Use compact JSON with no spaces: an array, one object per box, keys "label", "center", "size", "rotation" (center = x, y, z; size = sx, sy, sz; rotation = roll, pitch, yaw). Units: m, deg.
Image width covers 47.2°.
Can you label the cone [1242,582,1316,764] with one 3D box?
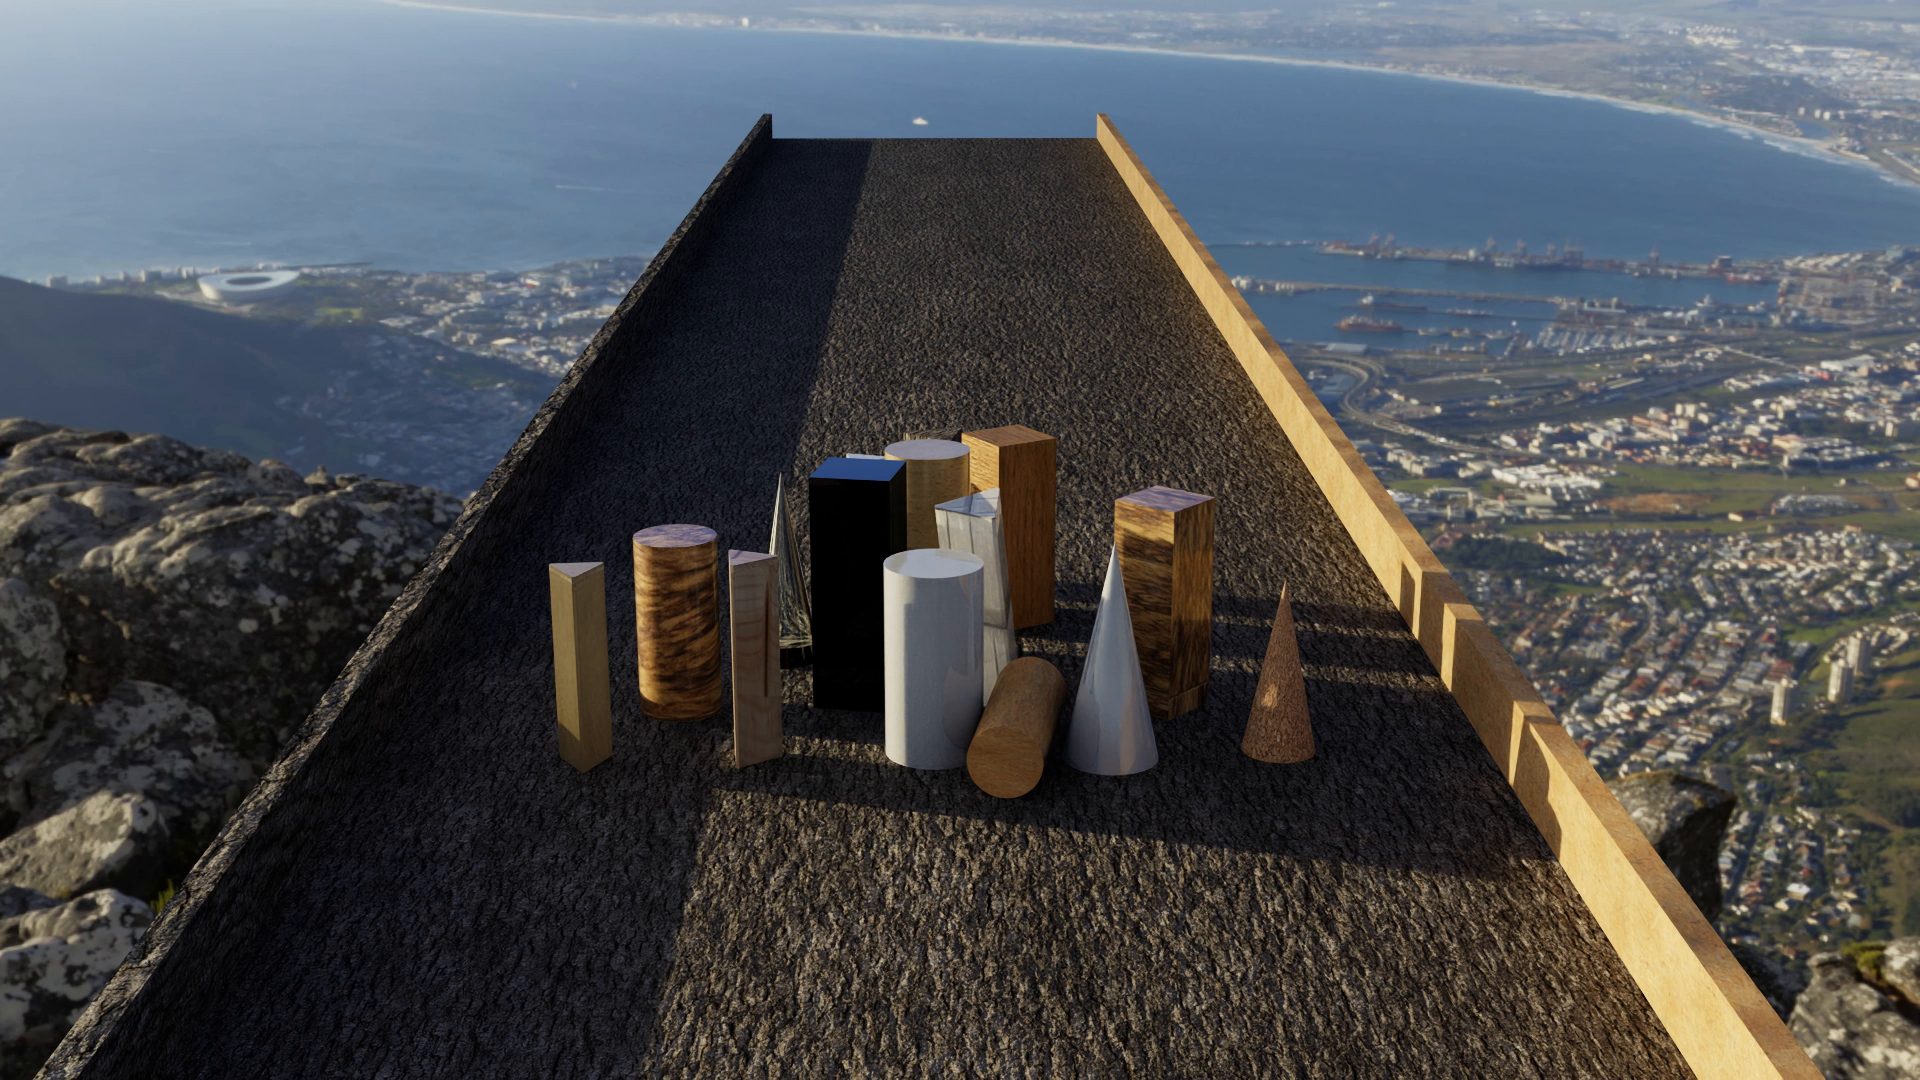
[{"label":"cone","center":[0.573,0.222,3.914],"size":[0.133,0.322,0.133],"rotation":[0,17,0]}]

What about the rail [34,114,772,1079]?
[{"label":"rail","center":[-1.118,-0.838,7.780],"size":[0.050,0.150,12.000],"rotation":[0,17,-1]}]

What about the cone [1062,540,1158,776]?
[{"label":"cone","center":[0.269,0.194,3.868],"size":[0.172,0.403,0.172],"rotation":[0,17,0]}]

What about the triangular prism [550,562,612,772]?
[{"label":"triangular prism","center":[-0.655,0.218,3.863],"size":[0.080,0.360,0.093],"rotation":[-12,20,-34]}]

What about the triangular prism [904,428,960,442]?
[{"label":"triangular prism","center":[-0.037,-0.075,4.887],"size":[0.131,0.338,0.114],"rotation":[14,22,39]}]

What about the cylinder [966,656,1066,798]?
[{"label":"cylinder","center":[0.104,0.327,3.896],"size":[0.132,0.132,0.353],"rotation":[3,17,9]}]

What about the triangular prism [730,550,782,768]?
[{"label":"triangular prism","center":[-0.379,0.205,3.882],"size":[0.094,0.373,0.082],"rotation":[-12,21,-36]}]

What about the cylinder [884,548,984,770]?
[{"label":"cylinder","center":[-0.046,0.210,3.902],"size":[0.176,0.353,0.176],"rotation":[0,17,0]}]

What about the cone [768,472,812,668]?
[{"label":"cone","center":[-0.352,0.049,4.379],"size":[0.143,0.389,0.143],"rotation":[0,17,0]}]

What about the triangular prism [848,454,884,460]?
[{"label":"triangular prism","center":[-0.211,-0.009,4.655],"size":[0.091,0.343,0.079],"rotation":[-14,22,-40]}]

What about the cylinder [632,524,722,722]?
[{"label":"cylinder","center":[-0.527,0.154,4.113],"size":[0.154,0.339,0.154],"rotation":[0,17,0]}]

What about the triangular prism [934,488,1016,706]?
[{"label":"triangular prism","center":[0.059,0.108,4.122],"size":[0.130,0.406,0.113],"rotation":[12,31,33]}]

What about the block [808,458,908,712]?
[{"label":"block","center":[-0.189,0.084,4.152],"size":[0.151,0.451,0.151],"rotation":[3,17,10]}]

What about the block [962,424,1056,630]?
[{"label":"block","center":[0.101,-0.025,4.610],"size":[0.141,0.400,0.141],"rotation":[-10,19,-31]}]

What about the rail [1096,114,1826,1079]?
[{"label":"rail","center":[0.932,-0.844,7.801],"size":[0.050,0.150,12.000],"rotation":[0,17,-1]}]

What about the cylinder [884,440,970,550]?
[{"label":"cylinder","center":[-0.064,0.028,4.378],"size":[0.168,0.430,0.168],"rotation":[0,17,0]}]

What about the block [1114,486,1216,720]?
[{"label":"block","center":[0.380,0.117,4.126],"size":[0.133,0.404,0.133],"rotation":[14,21,38]}]
